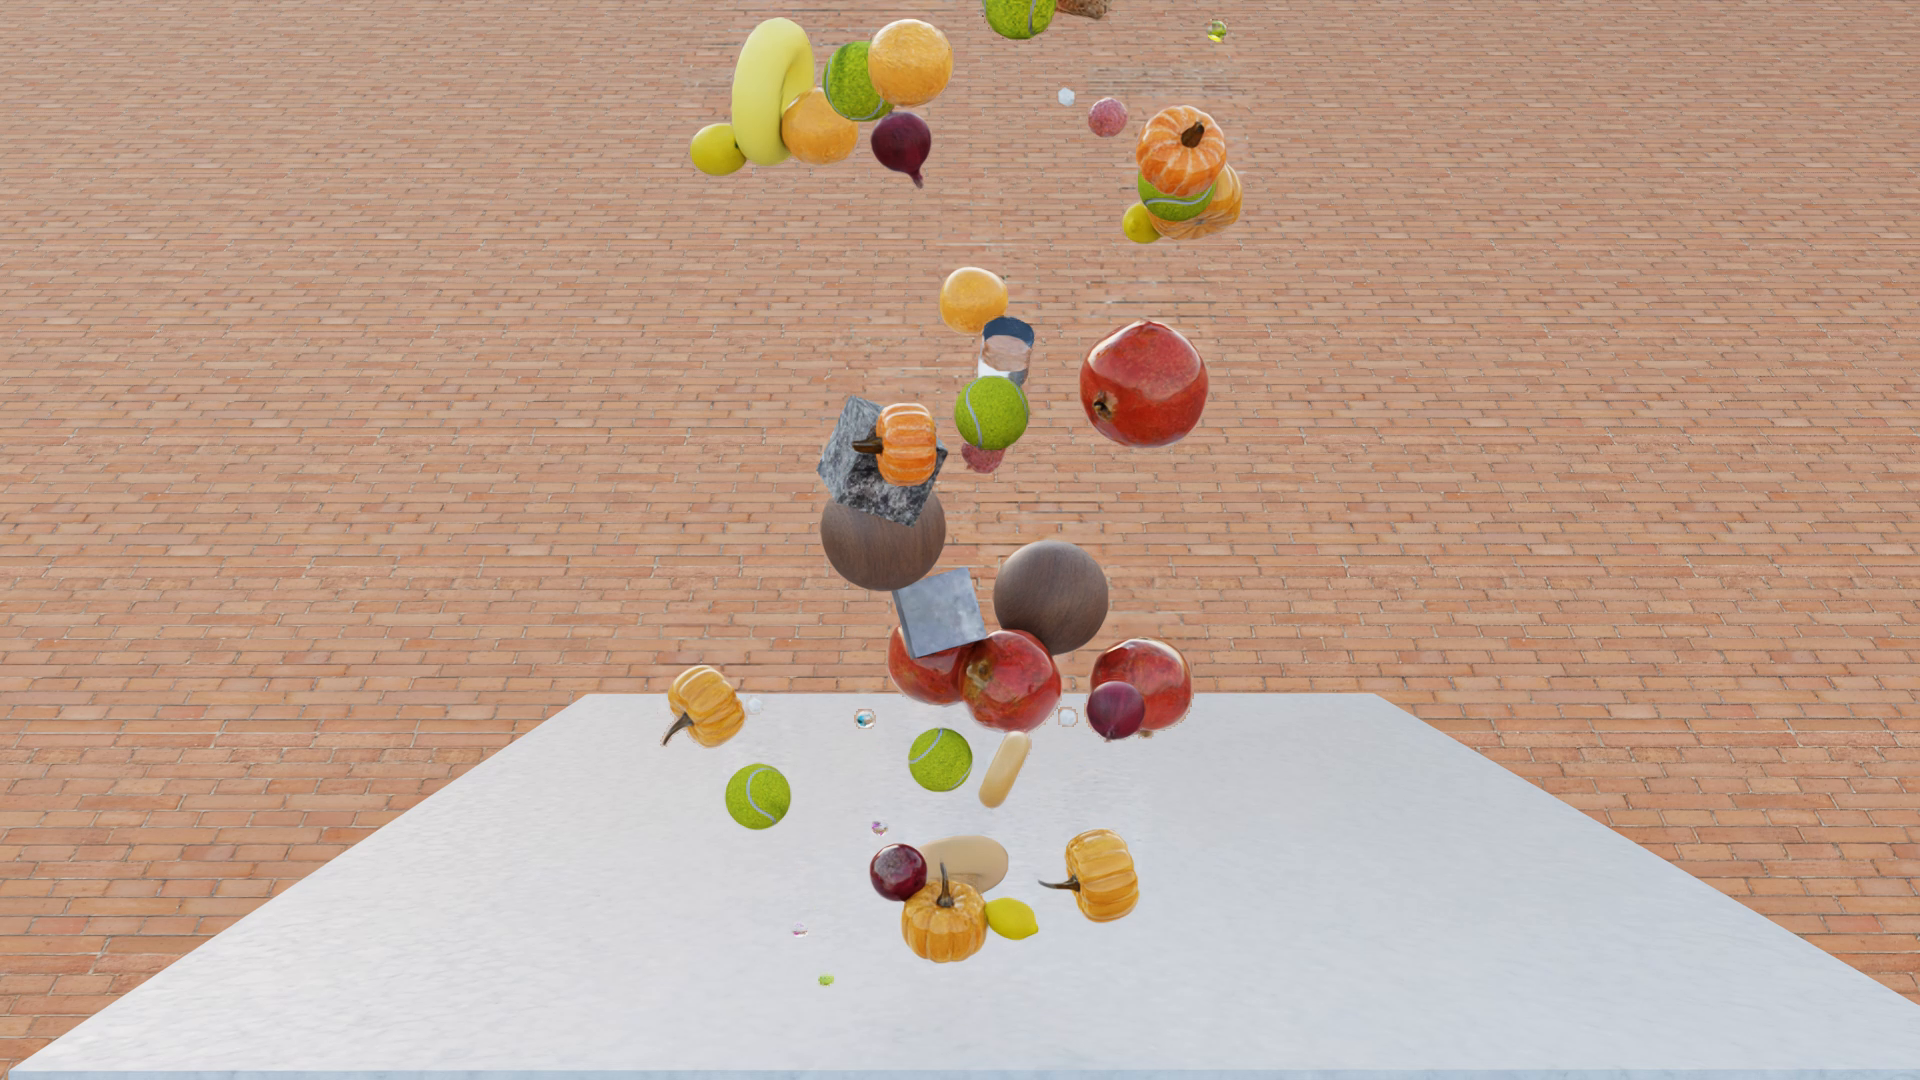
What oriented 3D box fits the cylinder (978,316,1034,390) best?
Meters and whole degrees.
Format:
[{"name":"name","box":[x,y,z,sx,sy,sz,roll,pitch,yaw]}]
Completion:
[{"name":"cylinder","box":[0.048,-0.194,2.674,0.054,0.054,0.054,4,50,-5]}]

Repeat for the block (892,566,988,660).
[{"name":"block","box":[-0.023,0.078,2.743,0.078,0.078,0.078,-15,-2,-6]}]

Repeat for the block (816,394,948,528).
[{"name":"block","box":[-0.075,-0.076,2.461,0.082,0.082,0.082,18,17,-24]}]

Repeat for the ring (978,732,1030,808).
[{"name":"ring","box":[0.043,0.225,2.521,0.027,0.081,0.081,26,27,0]}]

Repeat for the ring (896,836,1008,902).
[{"name":"ring","box":[-0.008,0.385,3.012,0.134,0.134,0.045,-6,62,-13]}]

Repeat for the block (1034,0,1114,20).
[{"name":"block","box":[0.111,-0.563,2.496,0.076,0.076,0.076,17,69,31]}]

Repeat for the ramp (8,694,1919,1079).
[{"name":"ramp","box":[0.056,0.507,4.550,2.000,0.100,4.000,0,2,0]}]
